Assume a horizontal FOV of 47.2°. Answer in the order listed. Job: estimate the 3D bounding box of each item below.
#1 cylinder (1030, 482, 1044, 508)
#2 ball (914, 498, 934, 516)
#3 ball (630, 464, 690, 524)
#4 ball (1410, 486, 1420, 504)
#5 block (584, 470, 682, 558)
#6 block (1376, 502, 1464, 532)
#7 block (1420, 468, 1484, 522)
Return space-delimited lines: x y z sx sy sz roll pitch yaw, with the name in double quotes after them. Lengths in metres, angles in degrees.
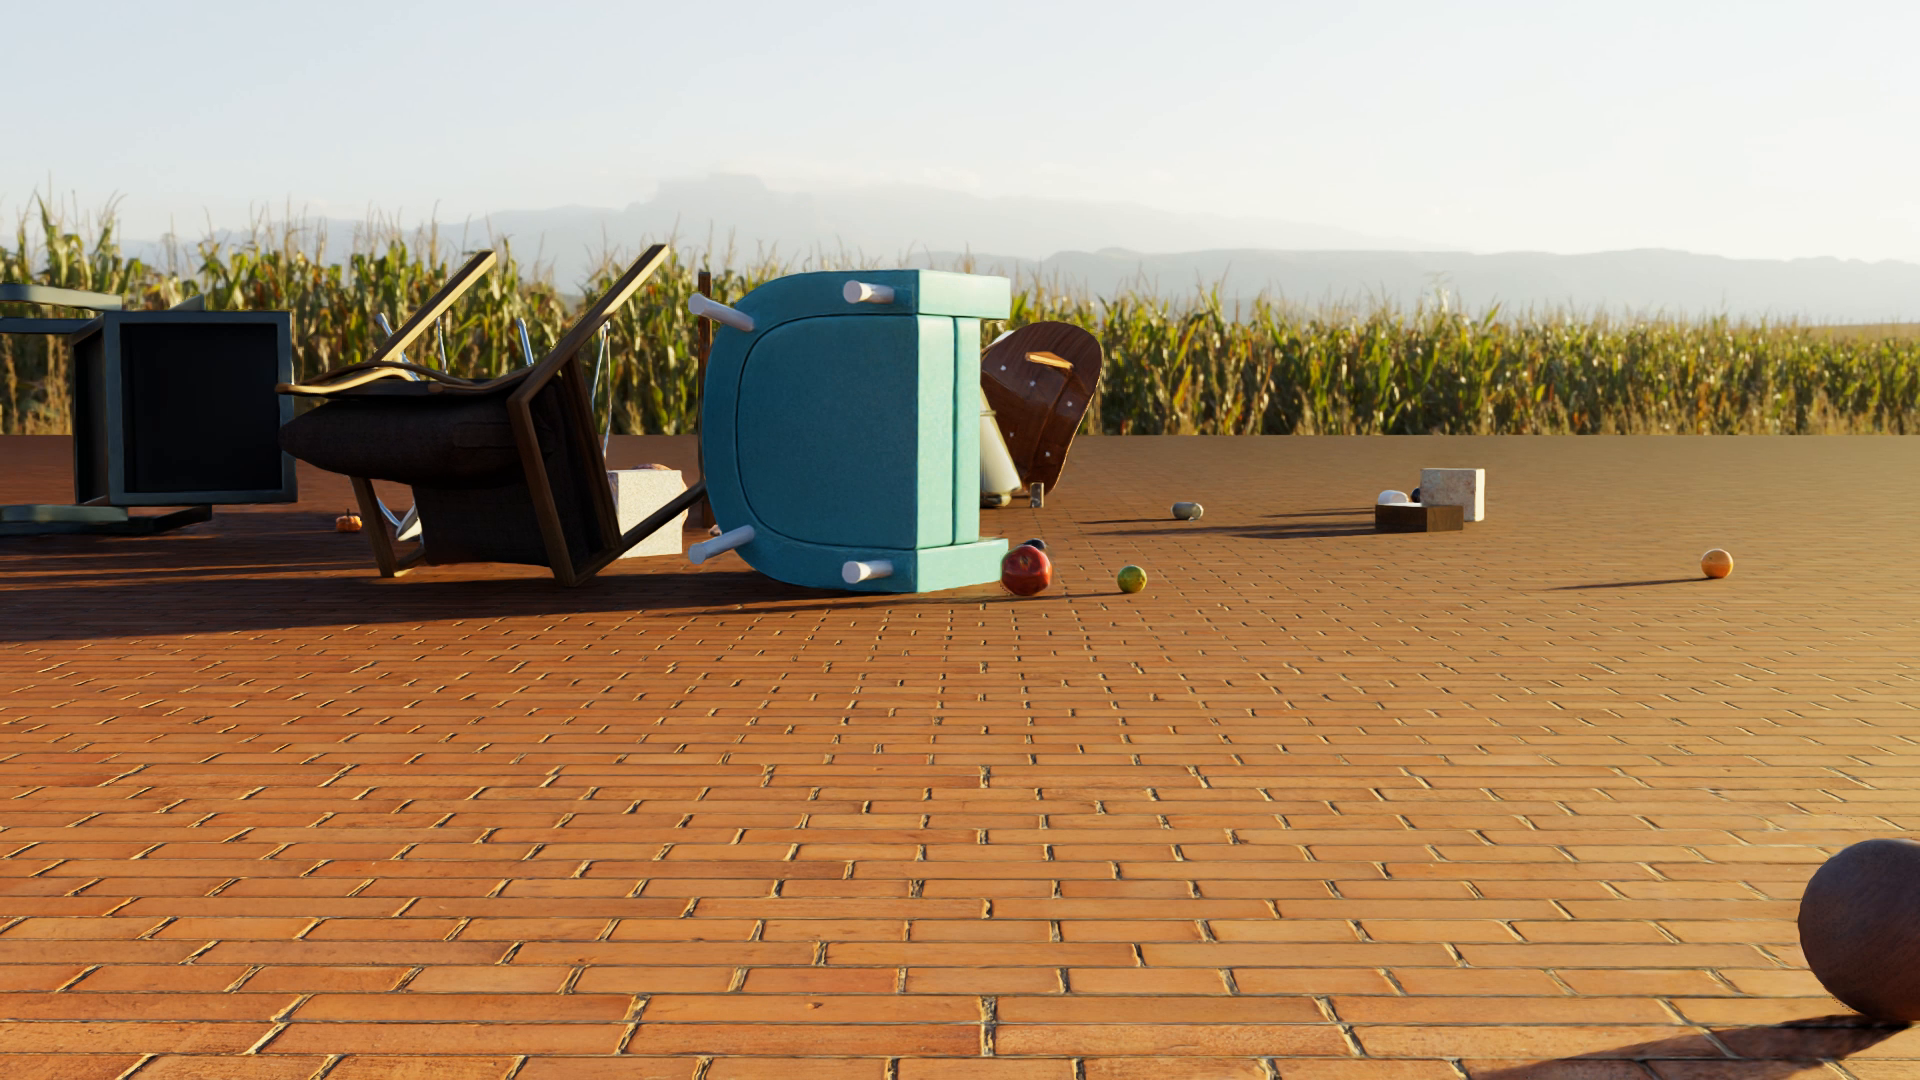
0.292 -0.171 8.361 0.034 0.092 0.060 -4 6 -41 "cylinder"
-0.129 -0.118 7.777 0.067 0.067 0.067 0 4 0 "ball"
-0.914 -0.112 6.494 0.230 0.230 0.230 0 4 0 "ball"
1.764 -0.166 8.422 0.075 0.075 0.075 0 4 0 "ball"
-0.888 -0.074 5.975 0.141 0.226 0.223 3 5 40 "block"
1.468 -0.073 7.032 0.173 0.078 0.216 -3 5 -37 "block"
1.691 -0.157 7.561 0.191 0.174 0.130 2 4 25 "block"
